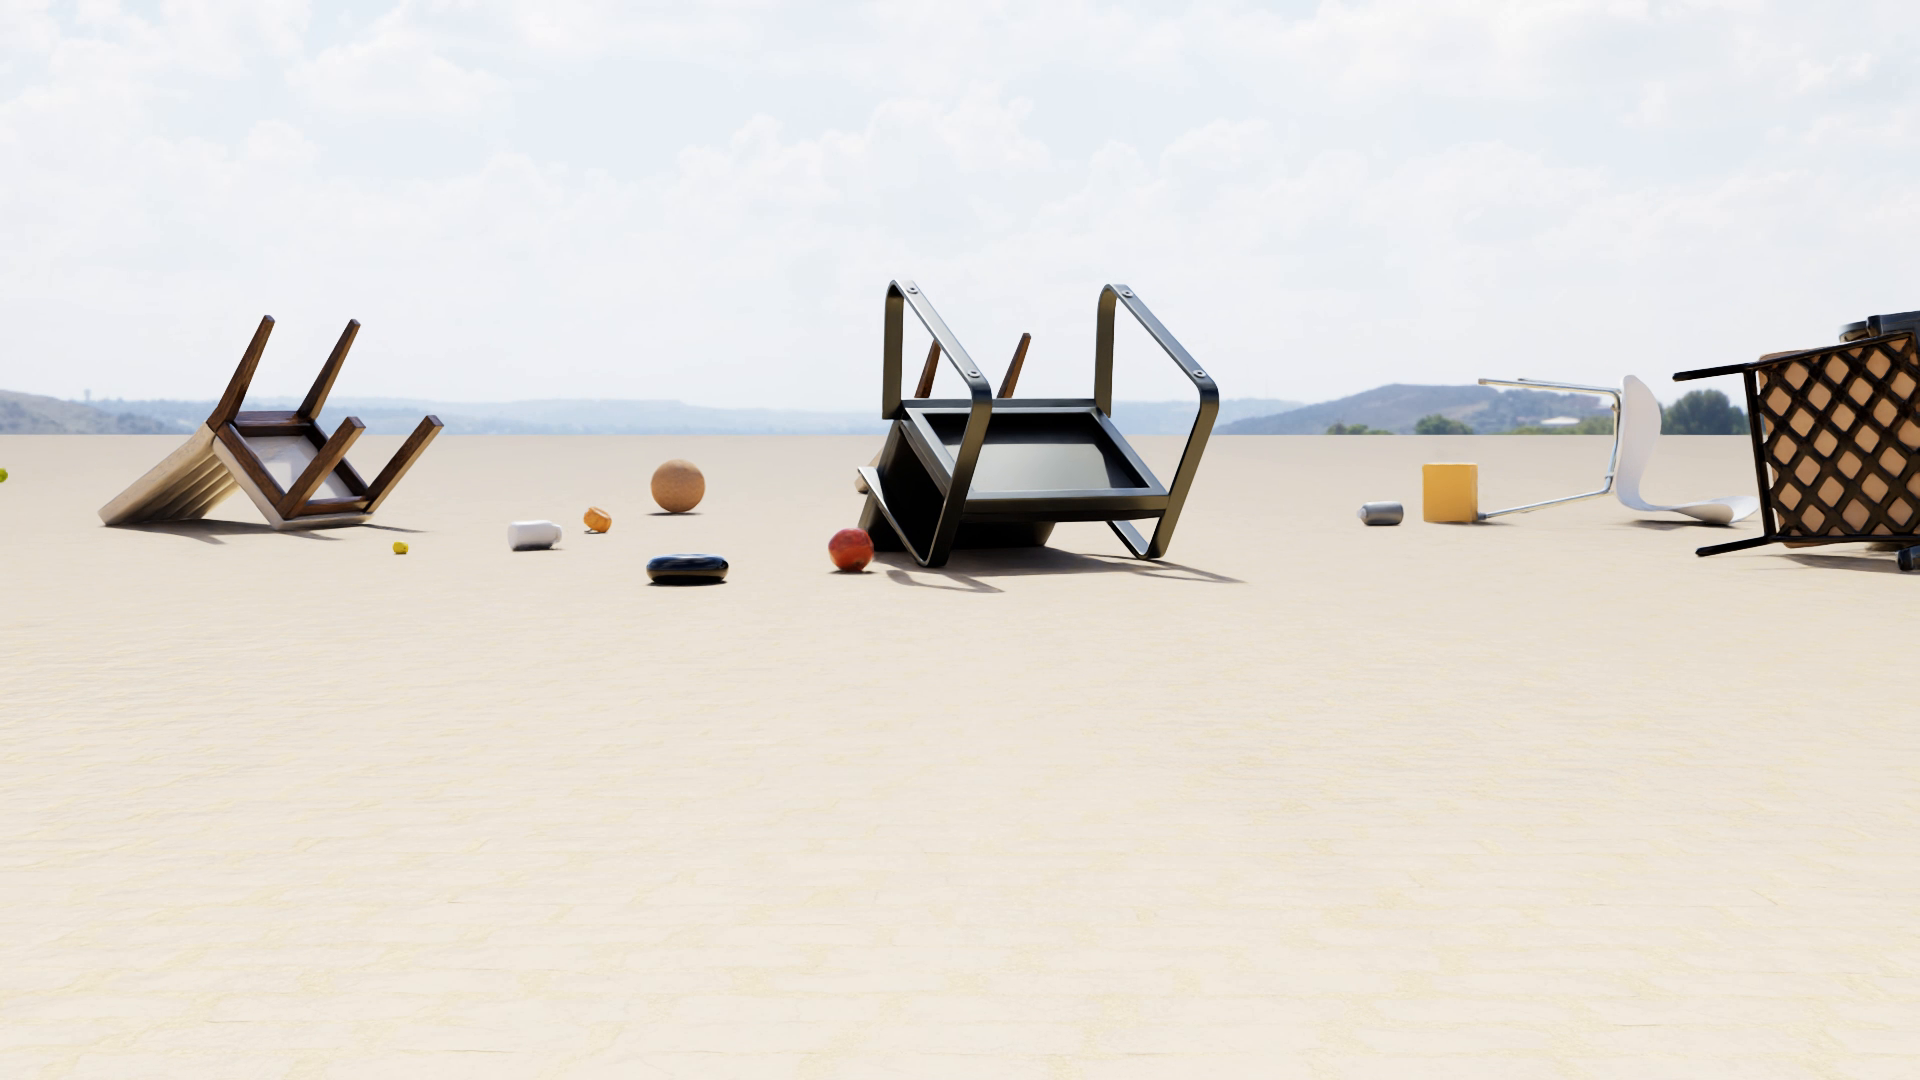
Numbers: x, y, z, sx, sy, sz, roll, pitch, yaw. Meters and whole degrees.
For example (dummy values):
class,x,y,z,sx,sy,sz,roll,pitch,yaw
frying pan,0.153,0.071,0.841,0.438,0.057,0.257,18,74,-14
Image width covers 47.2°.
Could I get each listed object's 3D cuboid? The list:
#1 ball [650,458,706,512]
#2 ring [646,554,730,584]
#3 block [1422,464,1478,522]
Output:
class,x,y,z,sx,sy,sz,roll,pitch,yaw
ball,-1.022,-0.197,7.975,0.197,0.197,0.197,0,4,0
ring,-0.633,0.067,5.115,0.173,0.064,0.208,2,3,43
block,1.671,-0.162,7.484,0.157,0.192,0.165,0,4,23
